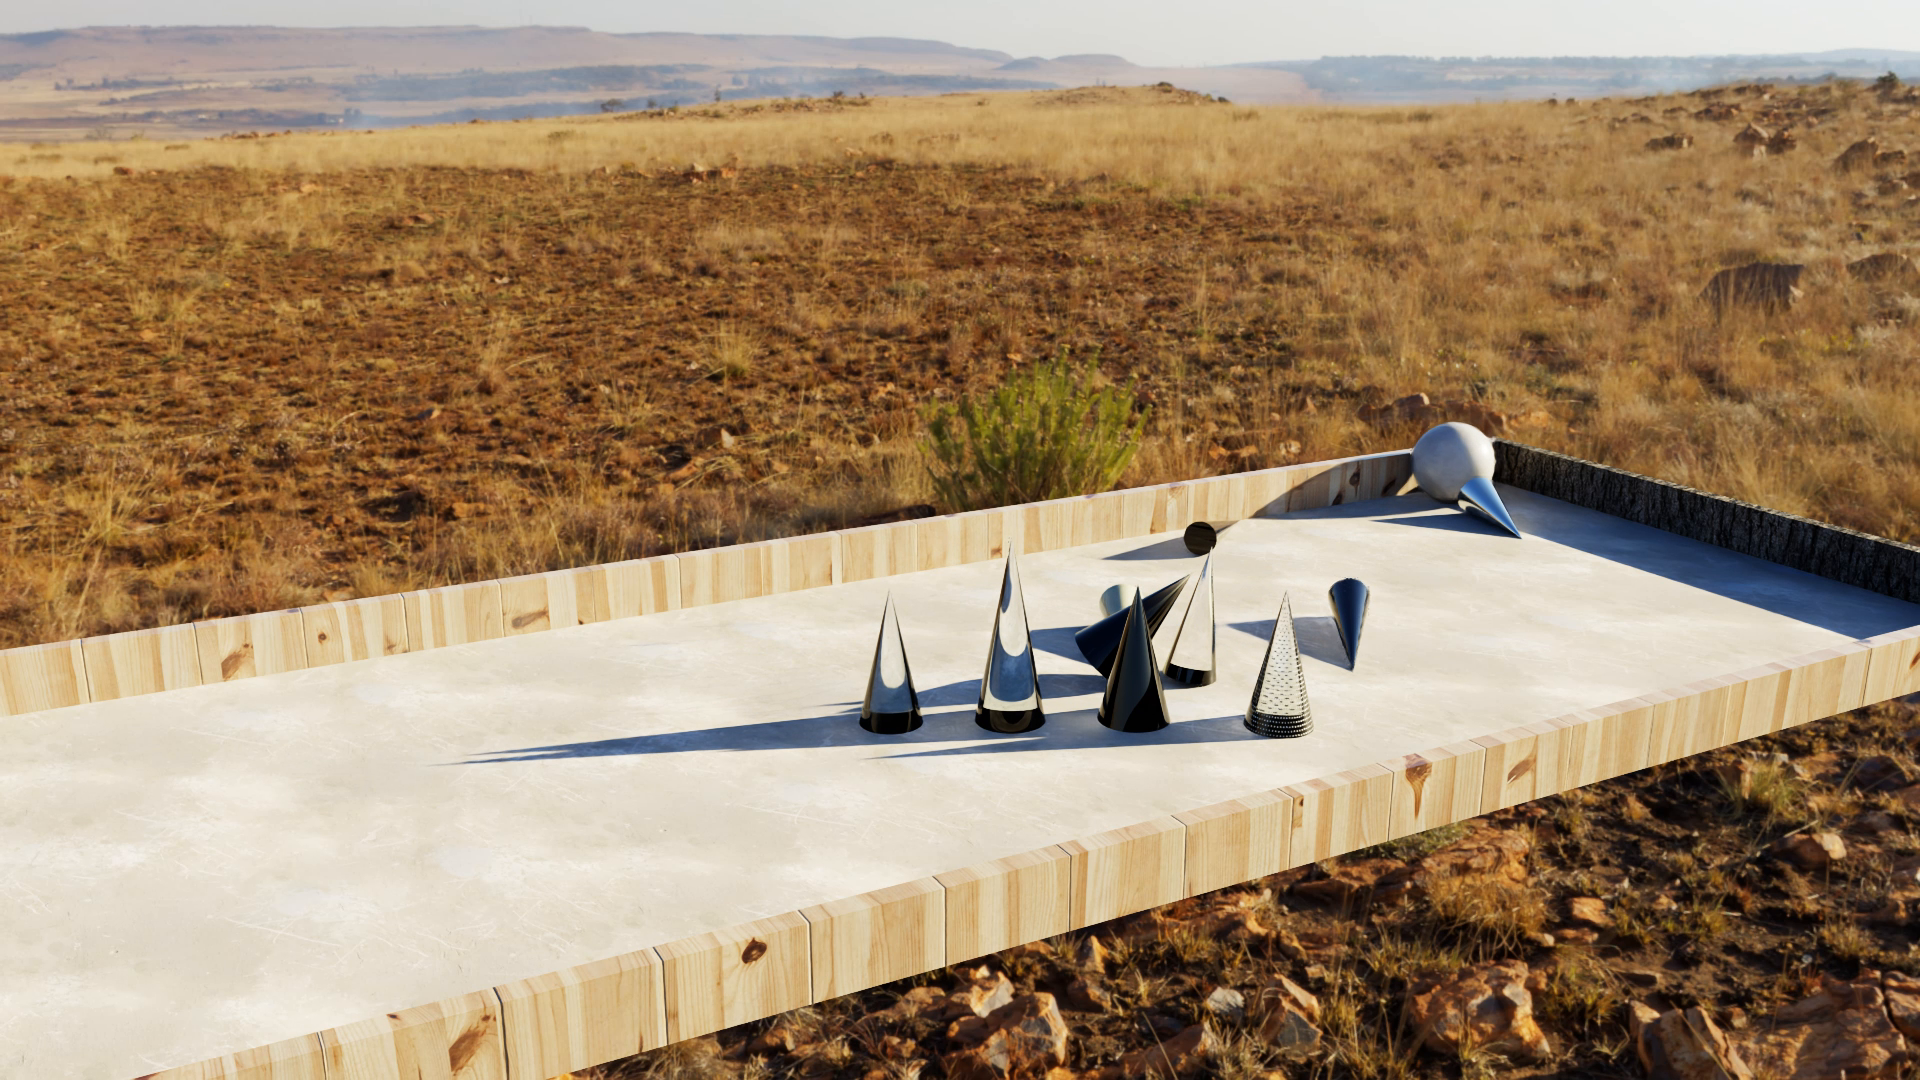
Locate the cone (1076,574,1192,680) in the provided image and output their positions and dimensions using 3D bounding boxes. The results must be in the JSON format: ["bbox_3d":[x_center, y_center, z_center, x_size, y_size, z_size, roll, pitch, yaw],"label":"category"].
[{"bbox_3d":[0.460,0.188,4.077,0.177,0.323,0.177,39,19,-16],"label":"cone"}]

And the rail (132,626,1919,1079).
[{"bbox_3d":[-2.336,1.006,1.665,12.000,0.150,0.050,-9,18,-27],"label":"rail"}]

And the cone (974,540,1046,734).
[{"bbox_3d":[0.119,0.208,3.843,0.168,0.454,0.168,0,16,0],"label":"cone"}]

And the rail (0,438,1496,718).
[{"bbox_3d":[-3.305,0.497,3.399,12.000,0.150,0.050,-9,18,-27],"label":"rail"}]

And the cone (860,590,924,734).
[{"bbox_3d":[-0.162,0.269,3.847,0.152,0.334,0.152,0,16,0],"label":"cone"}]

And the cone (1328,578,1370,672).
[{"bbox_3d":[1.044,0.249,4.403,0.117,0.117,0.443,3,24,11],"label":"cone"}]

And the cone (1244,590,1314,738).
[{"bbox_3d":[0.749,0.273,3.829,0.164,0.337,0.164,0,16,0],"label":"cone"}]

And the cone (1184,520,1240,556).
[{"bbox_3d":[0.852,-0.036,5.383,0.108,0.108,0.447,8,11,25],"label":"cone"}]

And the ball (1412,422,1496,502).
[{"bbox_3d":[1.728,-0.271,5.778,0.282,0.282,0.282,0,16,0],"label":"ball"}]

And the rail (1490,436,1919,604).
[{"bbox_3d":[2.466,-0.048,5.253,0.050,0.150,2.100,-9,18,-27],"label":"rail"}]

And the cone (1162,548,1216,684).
[{"bbox_3d":[0.601,0.177,4.123,0.138,0.339,0.138,7,14,-2],"label":"cone"}]

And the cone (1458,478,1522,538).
[{"bbox_3d":[1.798,-0.078,5.503,0.134,0.134,0.332,-3,28,-10],"label":"cone"}]

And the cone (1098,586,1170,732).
[{"bbox_3d":[0.412,0.262,3.866,0.173,0.337,0.173,0,16,0],"label":"cone"}]

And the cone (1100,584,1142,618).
[{"bbox_3d":[0.437,0.263,4.352,0.123,0.123,0.409,1,25,2],"label":"cone"}]
